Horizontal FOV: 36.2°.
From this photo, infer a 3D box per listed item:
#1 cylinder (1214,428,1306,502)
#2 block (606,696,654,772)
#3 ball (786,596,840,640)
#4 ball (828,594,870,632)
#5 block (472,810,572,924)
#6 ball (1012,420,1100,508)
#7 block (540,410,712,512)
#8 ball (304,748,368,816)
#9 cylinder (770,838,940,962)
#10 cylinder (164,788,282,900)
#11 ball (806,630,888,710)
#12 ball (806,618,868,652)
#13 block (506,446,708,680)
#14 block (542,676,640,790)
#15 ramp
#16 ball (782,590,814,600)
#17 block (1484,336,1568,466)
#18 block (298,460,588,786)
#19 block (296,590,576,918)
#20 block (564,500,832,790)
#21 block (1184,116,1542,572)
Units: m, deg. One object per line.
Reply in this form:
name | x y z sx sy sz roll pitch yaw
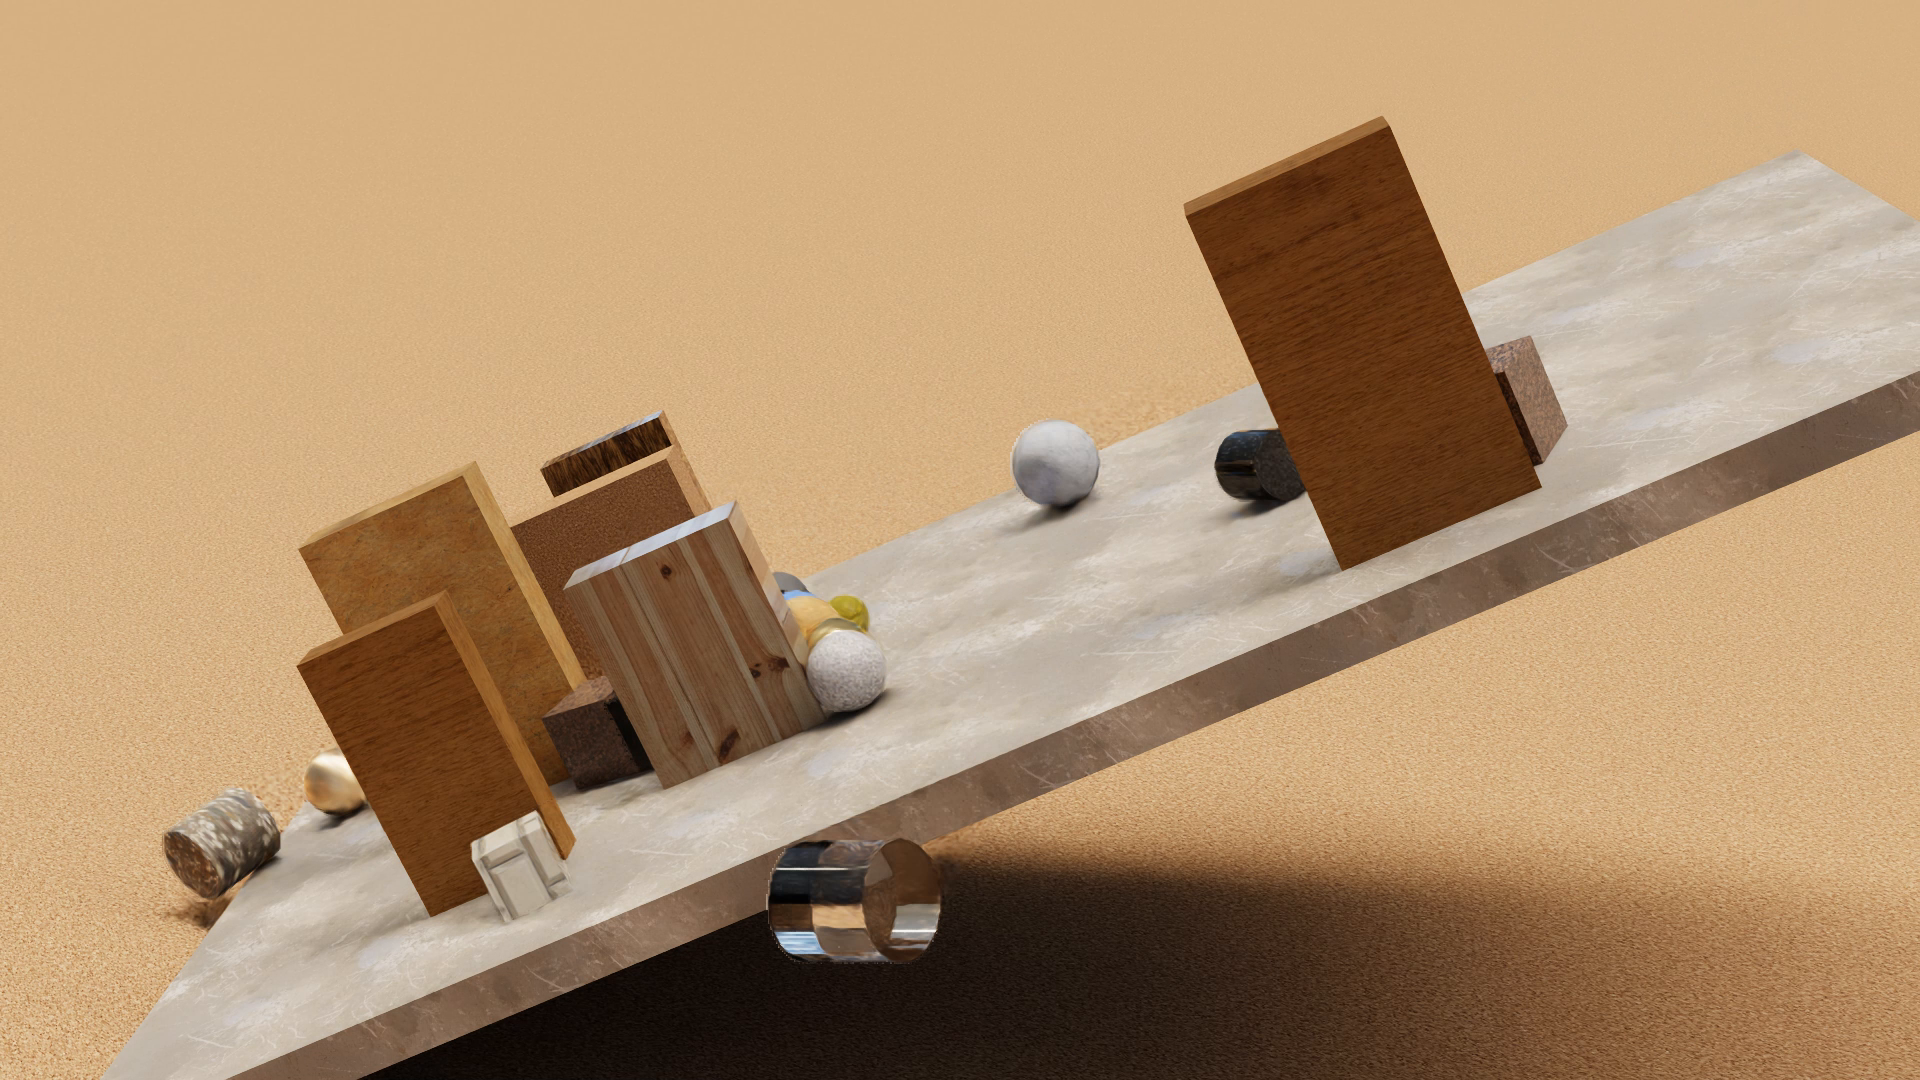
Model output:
cylinder | 0.630 -0.156 6.086 0.147 0.147 0.147 -9 7 -29
block | -0.616 0.368 6.300 0.168 0.168 0.168 -18 15 31
ball | -0.333 0.205 6.364 0.168 0.168 0.168 0 15 0
ball | -0.254 0.176 6.508 0.111 0.111 0.111 0 15 0
block | -0.856 0.637 5.743 0.142 0.142 0.142 -27 13 -6
ball | 0.222 -0.176 6.804 0.203 0.203 0.203 0 15 0
block | -0.747 0.001 7.132 0.318 0.552 0.082 -23 13 9
ball | -1.501 0.584 7.107 0.165 0.165 0.165 0 15 0
cylinder | -0.181 0.623 5.072 0.210 0.210 0.210 -6 9 38
cylinder | -1.749 0.719 6.975 0.192 0.192 0.192 12 36 36
ball | -0.230 0.265 5.991 0.165 0.165 0.165 0 15 0
ball | -0.259 0.235 6.214 0.143 0.143 0.143 0 15 0
block | -0.763 0.103 6.874 0.439 0.502 0.136 -23 13 9
block | -0.758 0.406 6.393 0.179 0.179 0.179 -18 15 31
ramp | 0.134 0.169 6.283 4.000 0.100 2.000 -23 13 9
ball | -0.365 0.189 6.577 0.151 0.151 0.151 0 15 0
block | 1.012 -0.243 5.611 0.194 0.194 0.194 -17 15 32
block | -1.105 0.236 6.517 0.406 0.712 0.137 -23 13 9
block | -1.051 0.432 5.927 0.310 0.584 0.112 -23 13 9
block | -0.535 0.217 6.066 0.373 0.472 0.144 -23 13 9
block | 0.737 -0.357 5.389 0.394 0.723 0.146 -23 13 9
